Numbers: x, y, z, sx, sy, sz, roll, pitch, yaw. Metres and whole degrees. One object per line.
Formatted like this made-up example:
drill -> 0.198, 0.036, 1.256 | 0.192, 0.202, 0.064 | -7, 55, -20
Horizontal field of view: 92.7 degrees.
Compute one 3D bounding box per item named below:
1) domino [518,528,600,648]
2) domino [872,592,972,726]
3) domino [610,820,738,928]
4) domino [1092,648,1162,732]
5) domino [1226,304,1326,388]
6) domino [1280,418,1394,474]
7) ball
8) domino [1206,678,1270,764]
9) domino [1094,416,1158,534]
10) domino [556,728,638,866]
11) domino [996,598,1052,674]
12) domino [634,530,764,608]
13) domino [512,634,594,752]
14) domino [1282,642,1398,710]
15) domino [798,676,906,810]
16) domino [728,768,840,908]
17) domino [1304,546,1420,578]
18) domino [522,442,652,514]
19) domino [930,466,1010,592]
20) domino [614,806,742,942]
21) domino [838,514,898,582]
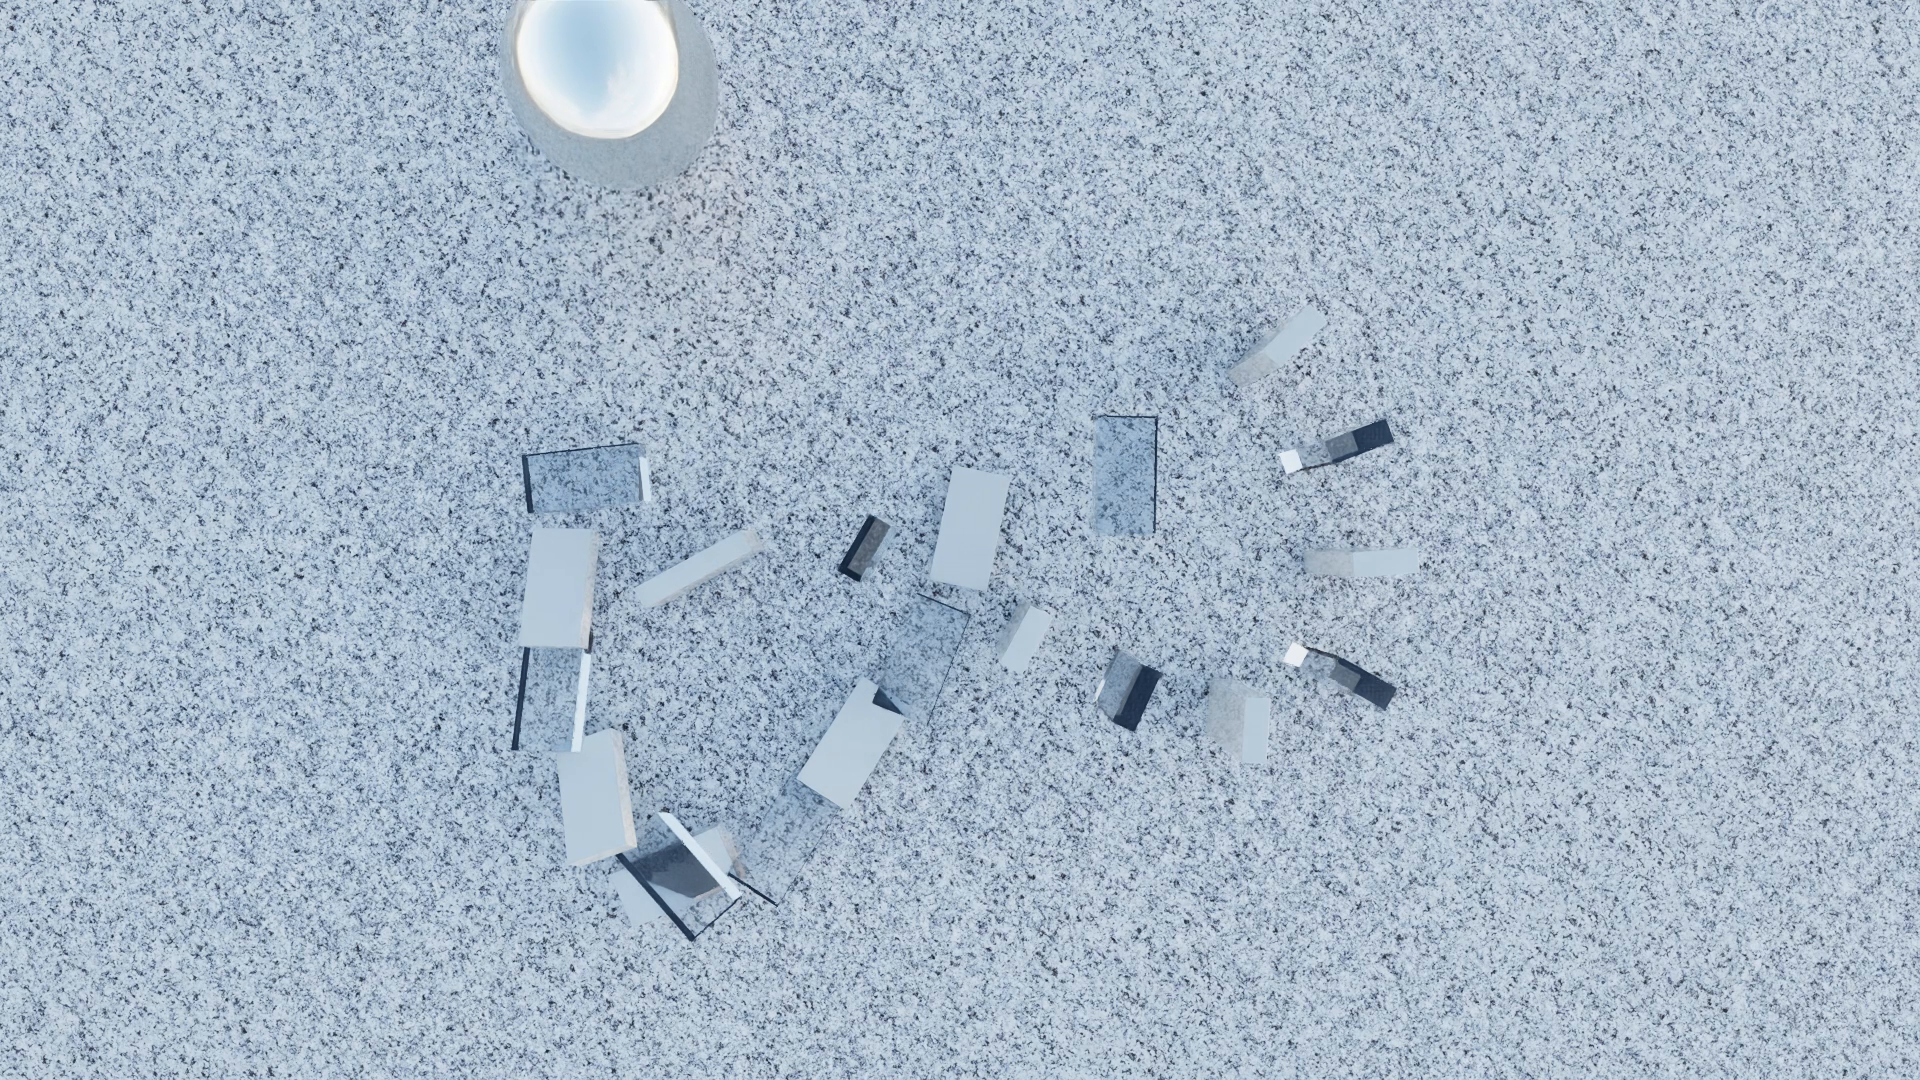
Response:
domino -> -0.170, 0.021, 0.390 | 0.025, 0.010, 0.050 | 1, 77, 0
domino -> -0.016, 0.051, 0.390 | 0.025, 0.009, 0.050 | 22, 79, -2
domino -> -0.121, 0.144, 0.395 | 0.050, 0.009, 0.025 | -24, 90, 0
domino -> 0.068, 0.060, 0.375 | 0.010, 0.050, 0.025 | 25, 90, 0
domino -> 0.128, -0.078, 0.375 | 0.025, 0.050, 0.009 | -44, 90, 0
domino -> 0.153, -0.038, 0.375 | 0.025, 0.050, 0.009 | -20, 90, 0
ball -> -0.136, -0.180, 0.360 | 0.080, 0.080, 0.080 | 0, 90, 0
domino -> 0.113, 0.073, 0.375 | 0.010, 0.050, 0.025 | 4, 90, 0
domino -> 0.071, -0.028, 0.395 | 0.025, 0.010, 0.050 | 1, 90, 0
domino -> -0.153, 0.108, 0.385 | 0.025, 0.009, 0.050 | -19, 64, 0
domino -> 0.025, 0.038, 0.375 | 0.010, 0.050, 0.025 | 28, 90, 0
domino -> -0.109, 0.012, 0.388 | 0.050, 0.025, 0.010 | -29, 90, 0
domino -> -0.173, 0.064, 0.390 | 0.025, 0.009, 0.050 | 1, 77, 0
domino -> 0.154, 0.055, 0.375 | 0.025, 0.050, 0.009 | 29, 90, 0
domino -> -0.045, 0.086, 0.391 | 0.025, 0.009, 0.050 | 33, 79, 0
domino -> -0.074, 0.126, 0.390 | 0.025, 0.010, 0.050 | 33, 78, 0
domino -> 0.163, 0.009, 0.375 | 0.025, 0.050, 0.009 | -4, 90, 0
domino -> -0.161, -0.027, 0.395 | 0.050, 0.009, 0.025 | -6, 90, 0
domino -> 0.004, -0.005, 0.395 | 0.025, 0.010, 0.050 | 12, 90, 0
domino -> -0.119, 0.140, 0.386 | 0.025, 0.010, 0.050 | -41, 90, 0
domino -> -0.037, 0.003, 0.375 | 0.010, 0.050, 0.025 | 30, 90, 0
